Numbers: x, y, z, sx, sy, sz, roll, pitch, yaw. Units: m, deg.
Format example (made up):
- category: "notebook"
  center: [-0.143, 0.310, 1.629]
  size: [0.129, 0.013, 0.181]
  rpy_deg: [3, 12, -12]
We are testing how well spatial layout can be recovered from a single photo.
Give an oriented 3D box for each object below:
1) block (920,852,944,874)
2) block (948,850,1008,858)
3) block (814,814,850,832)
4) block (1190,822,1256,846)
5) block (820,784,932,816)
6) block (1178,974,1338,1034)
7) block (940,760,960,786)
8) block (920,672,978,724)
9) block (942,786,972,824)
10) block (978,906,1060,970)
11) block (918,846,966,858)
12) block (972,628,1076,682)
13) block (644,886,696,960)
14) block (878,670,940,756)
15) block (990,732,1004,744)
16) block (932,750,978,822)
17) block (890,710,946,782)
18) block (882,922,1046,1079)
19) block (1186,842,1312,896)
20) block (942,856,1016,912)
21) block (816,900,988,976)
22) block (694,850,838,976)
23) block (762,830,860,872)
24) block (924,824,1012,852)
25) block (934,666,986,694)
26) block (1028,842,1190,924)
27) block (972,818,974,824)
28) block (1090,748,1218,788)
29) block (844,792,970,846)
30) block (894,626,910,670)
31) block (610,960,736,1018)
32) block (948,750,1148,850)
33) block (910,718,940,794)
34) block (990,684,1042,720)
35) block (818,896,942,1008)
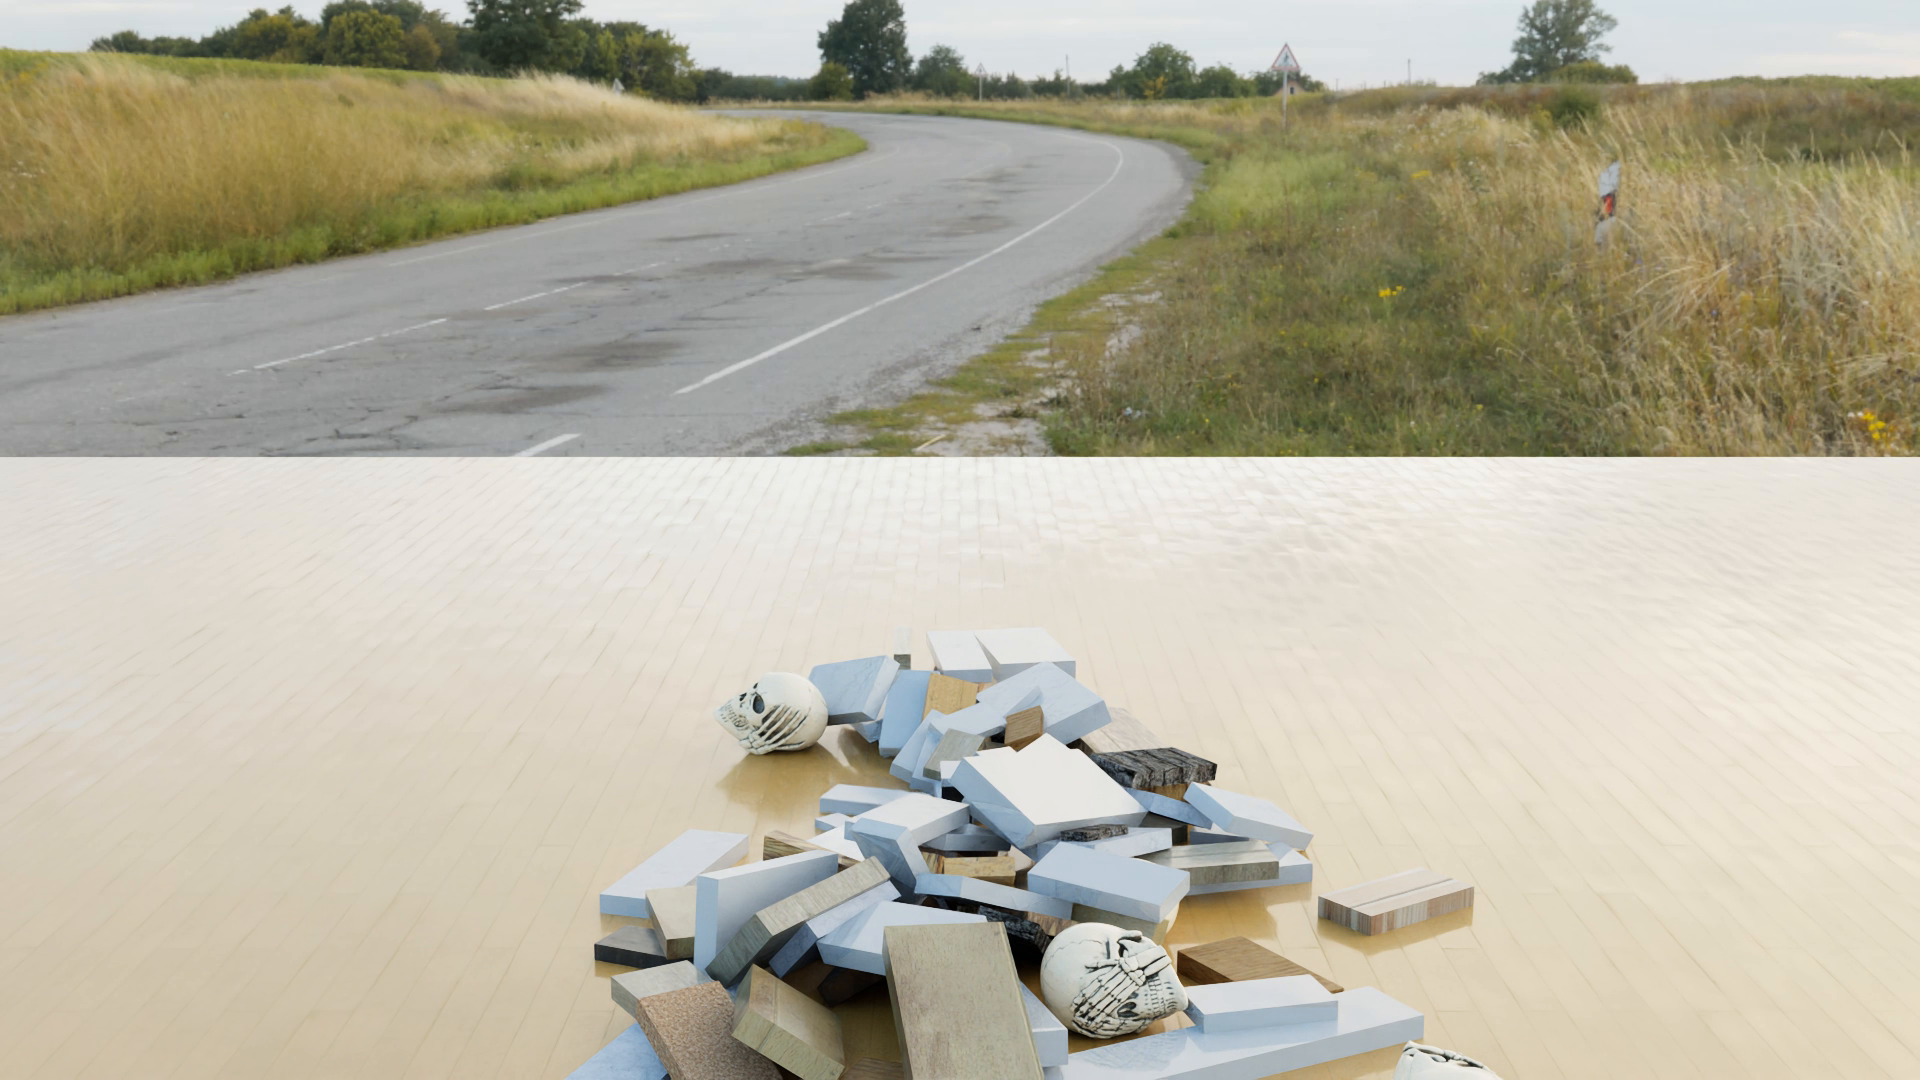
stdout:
- category: "block"
  center: [-0.043, 0.541, 3.559]
  size: [0.108, 0.031, 0.217]
  rpy_deg: [5, -19, 25]
- category: "block"
  center: [0.029, 0.528, 3.792]
  size: [0.093, 0.026, 0.186]
  rpy_deg: [10, 0, 8]
- category: "block"
  center: [-0.209, 0.521, 3.997]
  size: [0.054, 0.015, 0.109]
  rpy_deg: [-9, 14, -40]
- category: "block"
  center: [0.492, 0.516, 3.985]
  size: [0.106, 0.030, 0.212]
  rpy_deg: [4, 11, 18]
- category: "block"
  center: [-0.157, 0.492, 4.121]
  size: [0.191, 0.027, 0.095]
  rpy_deg: [4, 11, 18]
- category: "block"
  center: [0.418, 0.650, 3.083]
  size: [0.199, 0.028, 0.099]
  rpy_deg: [-3, 11, -14]
- category: "block"
  center: [-0.007, 0.419, 3.947]
  size: [0.054, 0.015, 0.109]
  rpy_deg: [0, 11, -2]
- category: "block"
  center: [-0.026, 0.364, 4.423]
  size: [0.099, 0.028, 0.199]
  rpy_deg: [15, 48, -7]
- category: "block"
  center: [-0.006, 0.488, 3.920]
  size: [0.054, 0.109, 0.015]
  rpy_deg: [0, 9, 1]
- category: "block"
  center: [0.087, 0.593, 3.274]
  size: [0.092, 0.026, 0.184]
  rpy_deg: [14, -20, 18]
- category: "block"
  center: [-0.028, 0.536, 3.659]
  size: [0.093, 0.026, 0.186]
  rpy_deg: [8, -12, 17]
- category: "block"
  center: [0.147, 0.274, 5.233]
  size: [0.178, 0.050, 0.355]
  rpy_deg: [-2, 11, -11]
- category: "block"
  center: [-0.417, 0.592, 3.426]
  size: [0.114, 0.032, 0.228]
  rpy_deg: [-3, 11, -16]
- category: "block"
  center: [-0.101, 0.351, 4.468]
  size: [0.099, 0.028, 0.199]
  rpy_deg: [1, 48, 8]
- category: "block"
  center: [0.118, 0.397, 4.625]
  size: [0.107, 0.030, 0.214]
  rpy_deg: [0, 11, -2]
- category: "block"
  center: [0.000, 0.459, 4.122]
  size: [0.095, 0.027, 0.191]
  rpy_deg: [3, 29, -6]
- category: "block"
  center: [-0.051, 0.412, 4.299]
  size: [0.099, 0.028, 0.199]
  rpy_deg: [23, 35, 12]
- category: "block"
  center: [0.002, 0.620, 2.841]
  size: [0.164, 0.046, 0.328]
  rpy_deg: [0, 30, -10]
- category: "block"
  center: [0.467, 0.559, 3.744]
  size: [0.235, 0.033, 0.117]
  rpy_deg: [-3, 11, -17]
- category: "block"
  center: [0.024, 0.549, 3.452]
  size: [0.108, 0.031, 0.217]
  rpy_deg: [-1, -28, -4]
- category: "block"
  center: [-0.081, 0.566, 3.111]
  size: [0.125, 0.035, 0.249]
  rpy_deg: [-29, 16, -36]
- category: "block"
  center: [-0.290, 0.561, 3.325]
  size: [0.041, 0.144, 0.287]
  rpy_deg: [5, 3, 34]
- category: "block"
  center: [-0.221, 0.542, 3.480]
  size: [0.210, 0.105, 0.030]
  rpy_deg: [15, 19, 30]
- category: "block"
  center: [-0.004, 0.495, 3.668]
  size: [0.093, 0.026, 0.186]
  rpy_deg: [11, 0, 37]
- category: "block"
  center: [-0.004, 0.311, 4.901]
  size: [0.115, 0.033, 0.230]
  rpy_deg: [1, 11, 6]
- category: "block"
  center: [0.226, 0.519, 3.340]
  size: [0.220, 0.031, 0.110]
  rpy_deg: [10, 24, 28]
- category: "block"
  center: [-0.003, 0.474, 3.992]
  size: [0.054, 0.109, 0.015]
  rpy_deg: [0, 8, 0]
- category: "block"
  center: [0.360, 0.424, 4.103]
  size: [0.229, 0.033, 0.115]
  rpy_deg: [1, 12, -43]
- category: "block"
  center: [-0.084, 0.457, 3.570]
  size: [0.108, 0.031, 0.217]
  rpy_deg: [9, 10, 28]
- category: "block"
  center: [-0.129, 0.289, 4.922]
  size: [0.038, 0.134, 0.267]
  rpy_deg: [0, 11, -1]
- category: "block"
  center: [-0.385, 0.651, 3.066]
  size: [0.119, 0.034, 0.238]
  rpy_deg: [-6, 12, -31]
- category: "block"
  center: [0.154, 0.436, 3.734]
  size: [0.177, 0.050, 0.354]
  rpy_deg: [41, 21, 30]
- category: "block"
  center: [-0.029, 0.423, 4.242]
  size: [0.095, 0.027, 0.191]
  rpy_deg: [17, 34, 3]
- category: "block"
  center: [0.096, 0.339, 4.460]
  size: [0.072, 0.020, 0.143]
  rpy_deg: [-8, 21, 41]
- category: "block"
  center: [-0.117, 0.611, 3.288]
  size: [0.125, 0.035, 0.249]
  rpy_deg: [-32, 1, 18]
